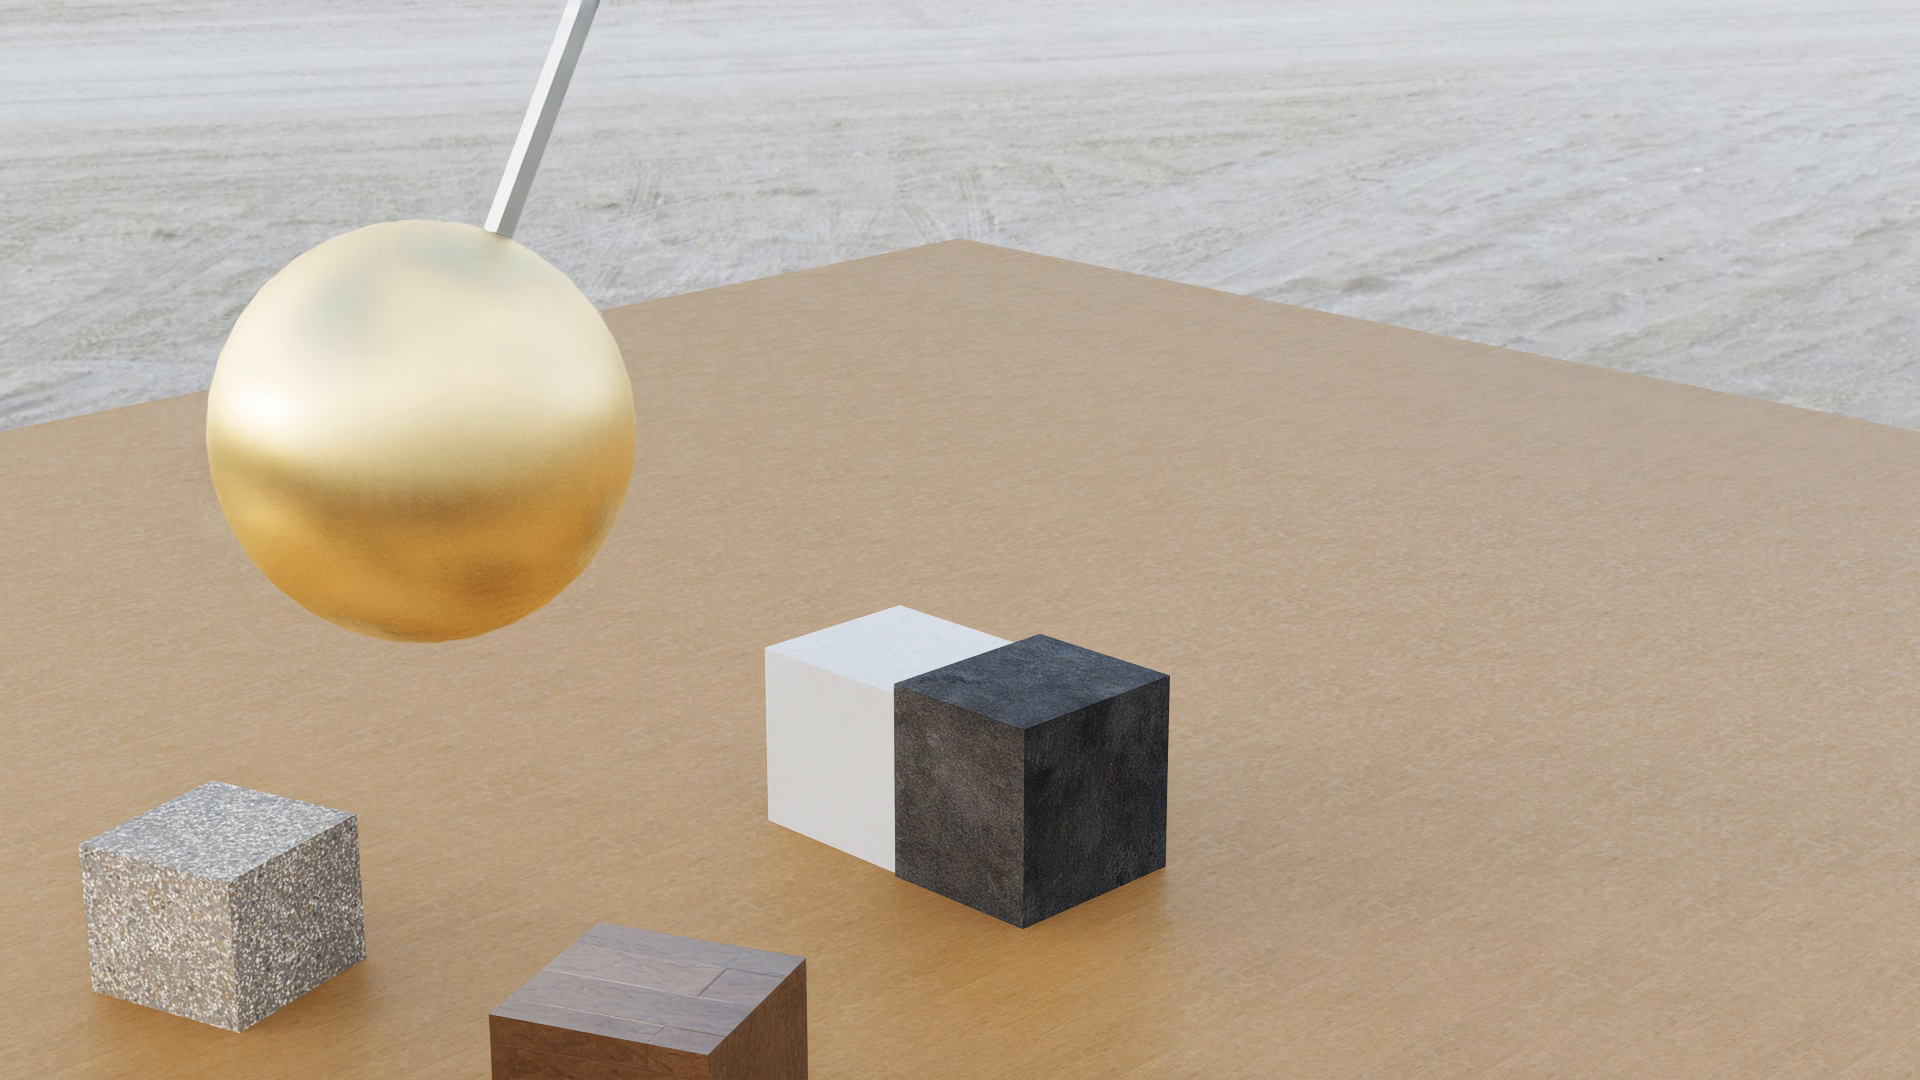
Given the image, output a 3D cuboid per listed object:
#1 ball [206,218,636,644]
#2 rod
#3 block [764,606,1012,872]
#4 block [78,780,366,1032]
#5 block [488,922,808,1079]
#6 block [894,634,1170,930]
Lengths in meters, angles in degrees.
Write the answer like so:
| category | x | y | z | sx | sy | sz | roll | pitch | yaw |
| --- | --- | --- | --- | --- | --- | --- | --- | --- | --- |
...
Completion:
| category | x | y | z | sx | sy | sz | roll | pitch | yaw |
| --- | --- | --- | --- | --- | --- | --- | --- | --- | --- |
| ball | -2.027 | -0.410 | 11.088 | 1.600 | 1.600 | 1.600 | 0 | 17 | 0 |
| rod | -0.878 | -3.604 | 11.288 | 0.080 | 5.200 | 0.080 | 17 | -5 | 42 |
| block | -0.293 | 0.926 | 13.933 | 0.881 | 0.877 | 0.891 | -17 | 24 | -42 |
| block | -3.099 | 1.528 | 12.368 | 0.802 | 0.668 | 0.801 | 9 | 20 | 27 |
| block | -1.125 | 1.981 | 10.781 | 0.866 | 0.757 | 0.832 | 7 | 19 | 20 |
| block | 0.326 | 1.077 | 13.351 | 0.809 | 0.940 | 0.956 | 17 | 24 | 42 |
